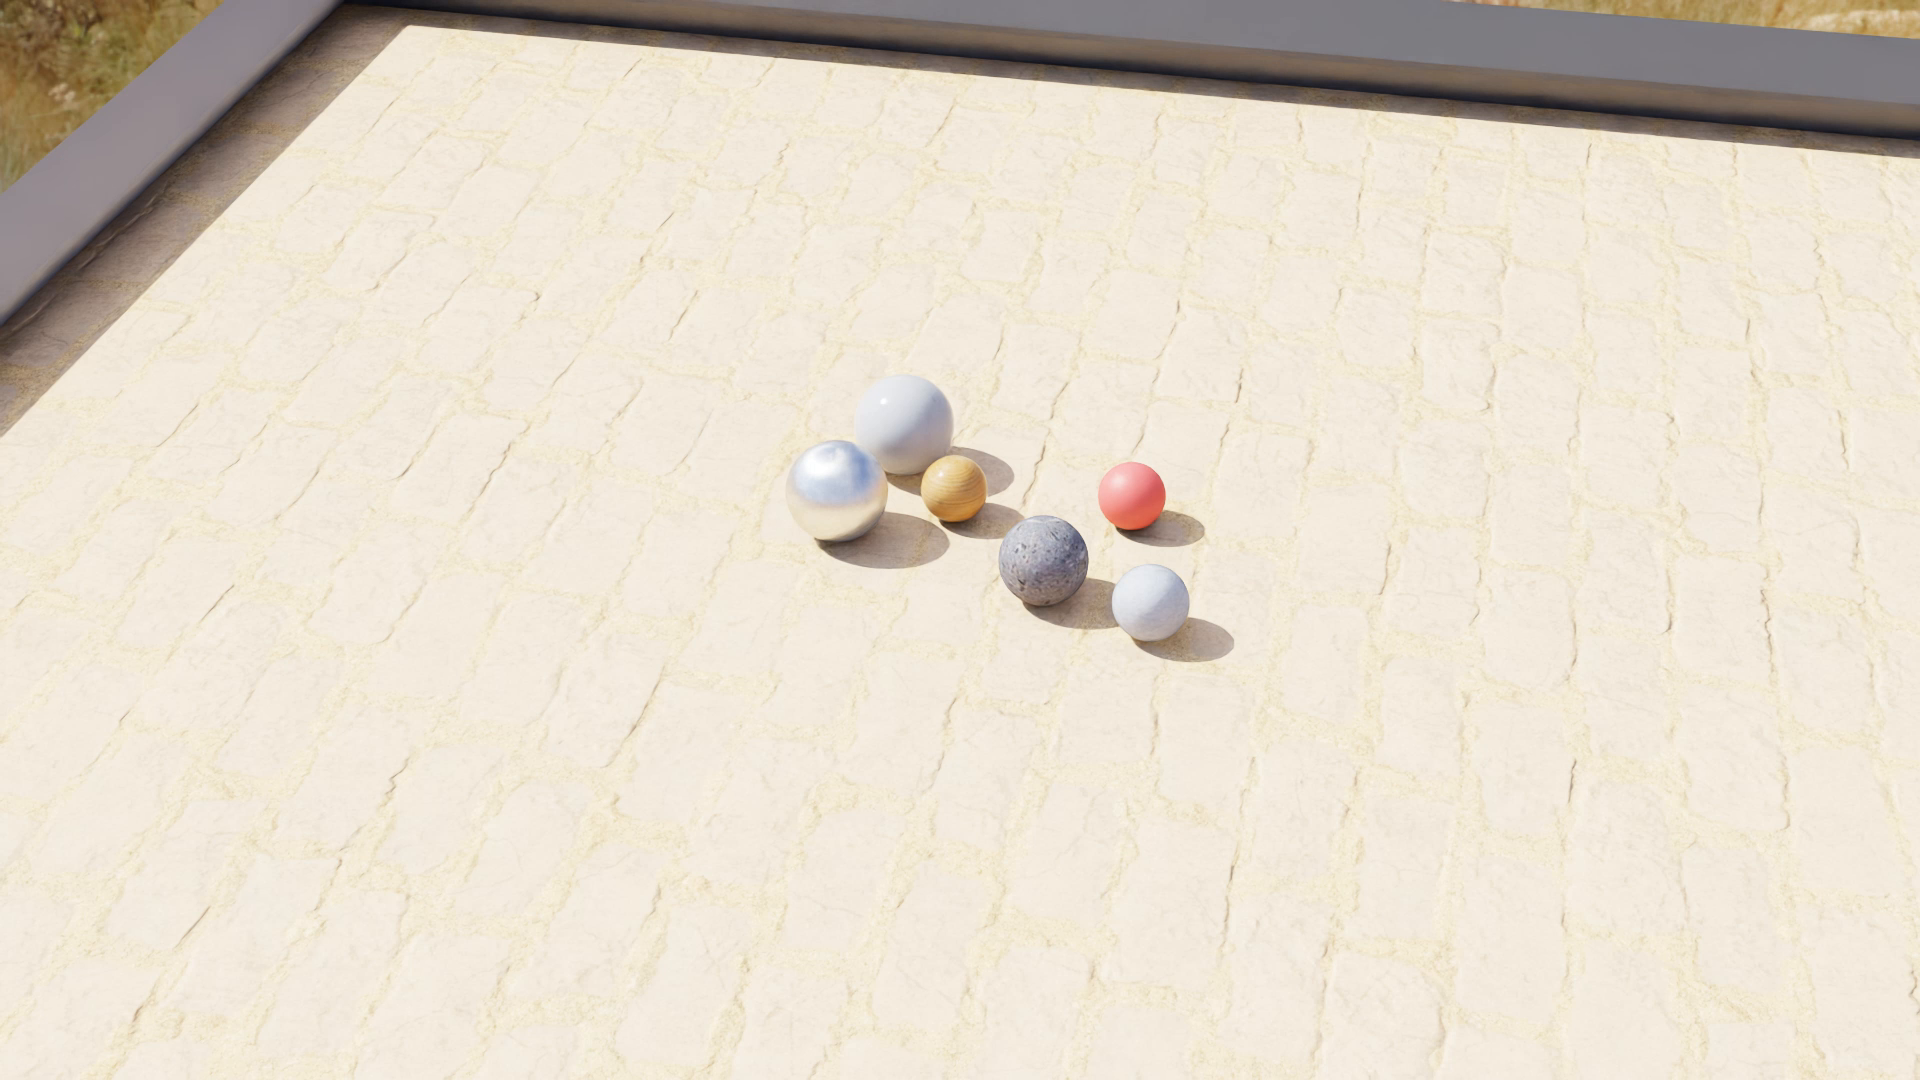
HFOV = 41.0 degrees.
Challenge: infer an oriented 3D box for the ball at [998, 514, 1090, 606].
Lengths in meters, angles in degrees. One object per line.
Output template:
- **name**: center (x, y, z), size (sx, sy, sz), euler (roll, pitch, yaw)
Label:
- **ball**: center (0.062, 0.015, 1.917), size (0.068, 0.068, 0.068), euler (0, 34, 0)

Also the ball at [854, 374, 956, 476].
- **ball**: center (-0.045, -0.093, 2.063), size (0.082, 0.082, 0.082), euler (0, 34, 0)

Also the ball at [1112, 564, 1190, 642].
- **ball**: center (0.140, 0.046, 1.881), size (0.057, 0.057, 0.057), euler (0, 34, 0)

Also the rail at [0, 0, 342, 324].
- **rail**: center (-0.872, -0.123, 2.083), size (0.045, 0.106, 1.902), euler (7, 35, 10)

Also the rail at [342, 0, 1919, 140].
- **rail**: center (1.089, -0.421, 2.520), size (3.662, 0.106, 0.045), euler (7, 35, 10)

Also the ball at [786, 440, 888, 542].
- **ball**: center (-0.095, -0.038, 1.984), size (0.080, 0.080, 0.080), euler (0, 34, 0)

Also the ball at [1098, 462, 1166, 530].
- **ball**: center (0.134, -0.034, 2.003), size (0.053, 0.053, 0.053), euler (0, 34, 0)

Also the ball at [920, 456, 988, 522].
- **ball**: center (-0.004, -0.040, 2.011), size (0.053, 0.053, 0.053), euler (0, 34, 0)
